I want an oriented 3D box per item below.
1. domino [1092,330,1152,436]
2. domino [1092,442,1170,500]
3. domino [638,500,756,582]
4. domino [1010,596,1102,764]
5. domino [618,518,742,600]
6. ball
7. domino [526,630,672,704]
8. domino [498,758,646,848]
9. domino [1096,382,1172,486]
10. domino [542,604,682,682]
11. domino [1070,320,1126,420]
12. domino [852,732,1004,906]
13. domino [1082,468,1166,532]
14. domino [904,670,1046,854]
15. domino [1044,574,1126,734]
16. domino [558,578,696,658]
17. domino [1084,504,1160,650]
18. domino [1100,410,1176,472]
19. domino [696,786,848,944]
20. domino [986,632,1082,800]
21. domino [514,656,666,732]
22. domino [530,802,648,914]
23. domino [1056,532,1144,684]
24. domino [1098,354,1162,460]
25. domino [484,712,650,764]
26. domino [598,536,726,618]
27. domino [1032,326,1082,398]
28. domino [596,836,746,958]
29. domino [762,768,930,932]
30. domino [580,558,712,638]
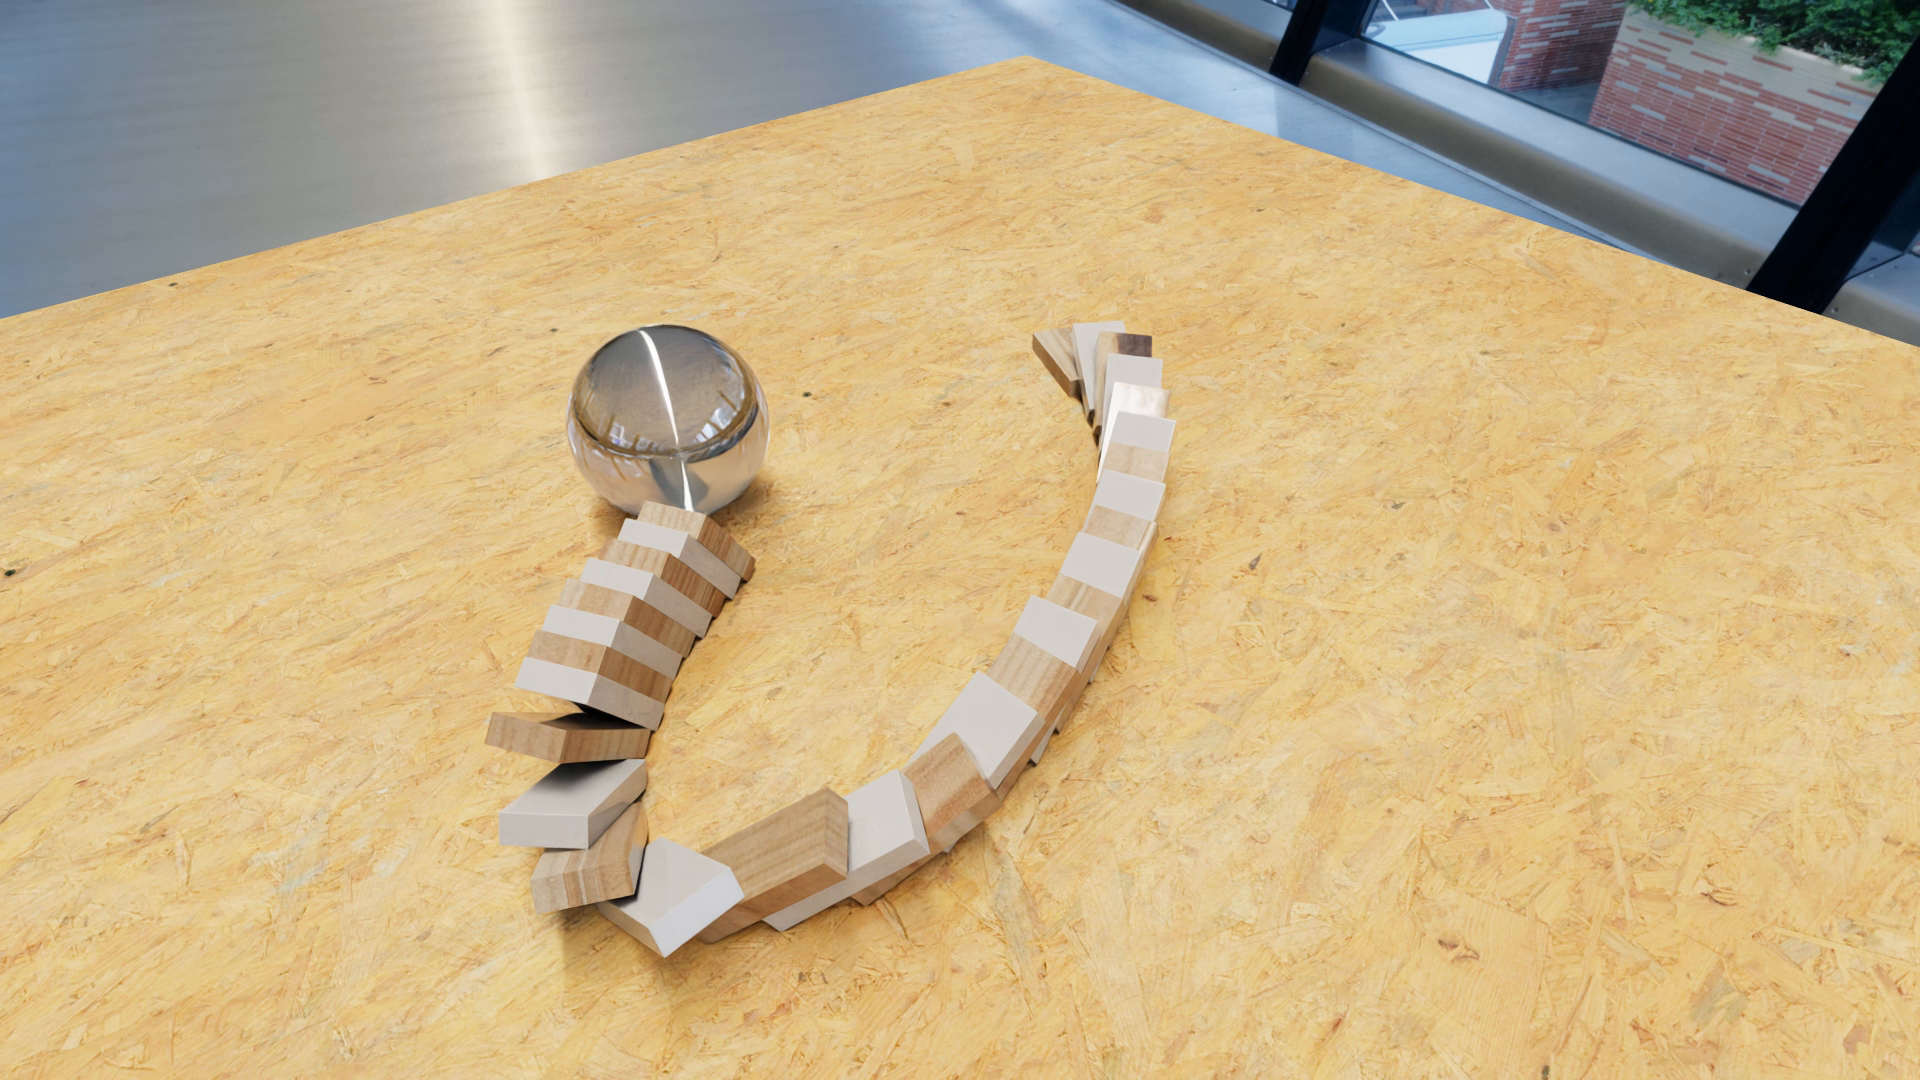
[{"bbox_3d":[0.076,-0.072,0.512,0.025,0.010,0.050,5,68,-2],"label":"domino"},{"bbox_3d":[0.067,-0.014,0.444,0.025,0.009,0.050,13,67,15],"label":"domino"},{"bbox_3d":[-0.098,0.001,0.412,0.025,0.050,0.009,13,73,15],"label":"domino"},{"bbox_3d":[0.025,0.046,0.367,0.025,0.009,0.050,21,74,25],"label":"domino"},{"bbox_3d":[-0.102,0.008,0.404,0.025,0.050,0.009,13,73,15],"label":"domino"},{"bbox_3d":[-0.117,-0.047,0.445,0.080,0.080,0.080,0,39,0],"label":"ball"},{"bbox_3d":[-0.117,0.043,0.362,0.025,0.050,0.009,11,73,13],"label":"domino"},{"bbox_3d":[-0.114,0.078,0.329,0.025,0.009,0.050,2,7,2],"label":"domino"},{"bbox_3d":[0.076,-0.043,0.478,0.025,0.009,0.050,9,68,9],"label":"domino"},{"bbox_3d":[-0.116,0.035,0.371,0.025,0.050,0.009,11,73,13],"label":"domino"},{"bbox_3d":[0.070,-0.082,0.528,0.025,0.009,0.050,-4,63,-5],"label":"domino"},{"bbox_3d":[-0.015,0.082,0.326,0.050,0.009,0.025,-36,45,0],"label":"domino"},{"bbox_3d":[0.061,-0.001,0.428,0.025,0.010,0.050,16,68,16],"label":"domino"},{"bbox_3d":[0.001,0.068,0.341,0.025,0.009,0.050,32,79,31],"label":"domino"},{"bbox_3d":[0.034,0.038,0.380,0.025,0.010,0.050,23,71,25],"label":"domino"},{"bbox_3d":[-0.114,0.028,0.380,0.025,0.050,0.009,13,73,15],"label":"domino"},{"bbox_3d":[0.053,0.013,0.411,0.025,0.009,0.050,19,69,21],"label":"domino"},{"bbox_3d":[0.073,-0.029,0.461,0.025,0.010,0.050,12,69,15],"label":"domino"},{"bbox_3d":[-0.054,0.092,0.310,0.050,0.009,0.025,-30,36,19],"label":"domino"},{"bbox_3d":[0.015,0.058,0.353,0.025,0.010,0.050,29,78,27],"label":"domino"},{"bbox_3d":[-0.117,0.050,0.353,0.025,0.050,0.010,11,73,13],"label":"domino"},{"bbox_3d":[-0.104,0.089,0.314,0.025,0.009,0.050,-9,6,-11],"label":"domino"},{"bbox_3d":[0.045,0.024,0.396,0.025,0.010,0.050,19,69,21],"label":"domino"},{"bbox_3d":[0.077,-0.059,0.496,0.025,0.009,0.050,7,68,1],"label":"domino"},{"bbox_3d":[-0.120,0.061,0.342,0.025,0.050,0.010,11,83,14],"label":"domino"},{"bbox_3d":[-0.107,0.014,0.396,0.025,0.050,0.010,13,73,15],"label":"domino"},{"bbox_3d":[0.057,-0.090,0.554,0.025,0.010,0.050,-12,41,-14],"label":"domino"},{"bbox_3d":[-0.082,0.097,0.304,0.025,0.009,0.050,-32,15,-33],"label":"domino"},{"bbox_3d":[-0.035,0.089,0.317,0.050,0.010,0.025,-30,41,8],"label":"domino"},{"bbox_3d":[-0.110,0.021,0.388,0.025,0.050,0.010,13,73,15],"label":"domino"}]
